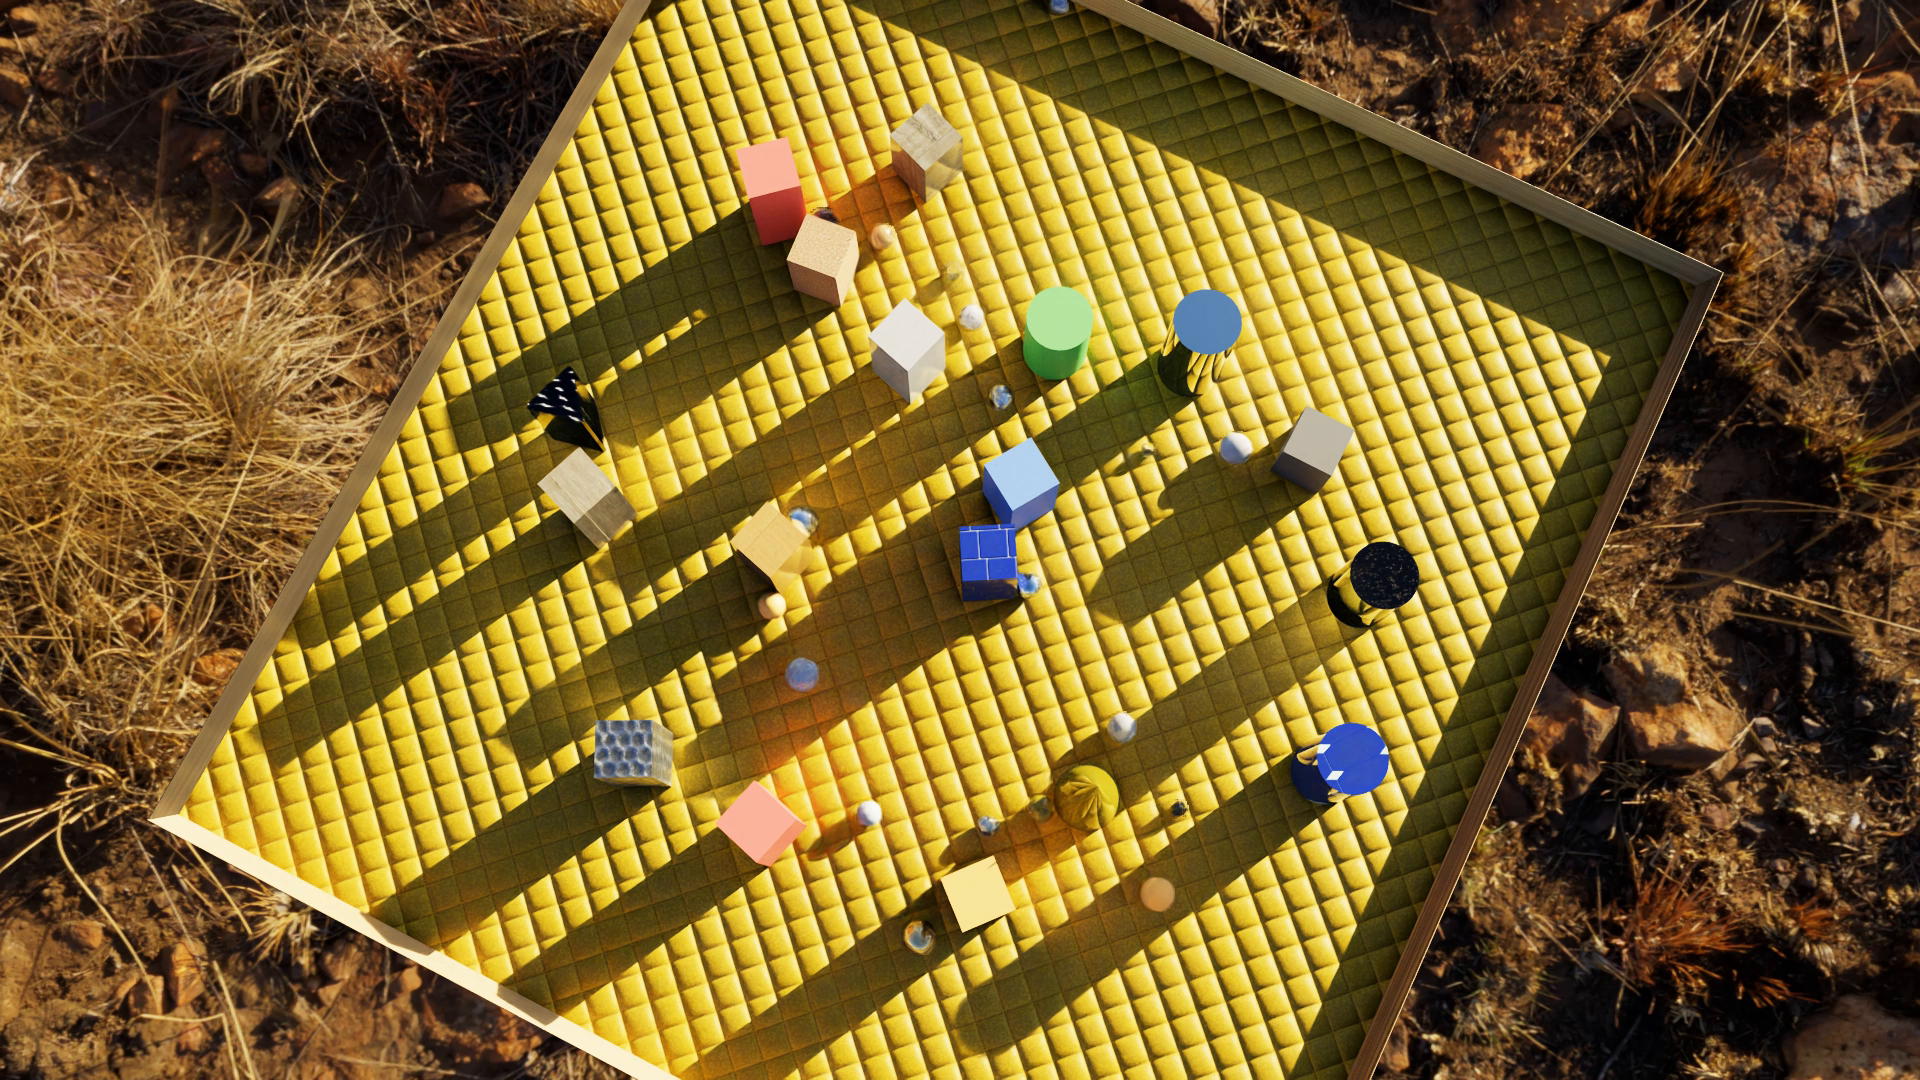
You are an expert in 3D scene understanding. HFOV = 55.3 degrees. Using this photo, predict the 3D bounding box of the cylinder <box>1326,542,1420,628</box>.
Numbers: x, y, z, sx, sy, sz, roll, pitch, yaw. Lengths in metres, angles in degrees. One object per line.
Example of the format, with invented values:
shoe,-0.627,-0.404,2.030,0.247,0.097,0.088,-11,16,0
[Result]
cylinder,1.217,0.136,5.416,0.200,0.339,0.200,0,78,0

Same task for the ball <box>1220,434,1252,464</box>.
ball,0.849,-0.279,5.625,0.097,0.097,0.097,0,78,0

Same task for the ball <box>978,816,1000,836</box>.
ball,0.086,0.845,5.410,0.061,0.061,0.061,0,78,0

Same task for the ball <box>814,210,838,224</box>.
ball,-0.428,-0.997,5.778,0.088,0.088,0.088,0,78,0

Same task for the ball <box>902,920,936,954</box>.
ball,-0.118,1.154,5.328,0.098,0.098,0.098,0,78,0

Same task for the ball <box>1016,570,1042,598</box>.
ball,0.207,0.135,5.546,0.084,0.084,0.084,0,78,0

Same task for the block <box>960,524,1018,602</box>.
block,0.082,0.070,5.427,0.160,0.342,0.160,-3,78,-1

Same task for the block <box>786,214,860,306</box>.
block,-0.419,-0.862,5.660,0.160,0.264,0.160,21,79,4

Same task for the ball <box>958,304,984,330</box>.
ball,0.035,-0.695,5.721,0.078,0.078,0.078,0,78,0

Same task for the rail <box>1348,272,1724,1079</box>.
rail,1.530,0.756,5.393,0.045,0.130,3.606,26,80,5

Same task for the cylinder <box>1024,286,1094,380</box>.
cylinder,0.297,-0.628,5.591,0.200,0.304,0.200,0,78,0

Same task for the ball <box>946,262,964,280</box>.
ball,-0.016,-0.845,5.764,0.053,0.053,0.053,0,78,0

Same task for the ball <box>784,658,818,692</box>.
ball,-0.474,0.402,5.482,0.100,0.100,0.100,0,78,0

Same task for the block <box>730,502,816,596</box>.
block,-0.554,0.029,5.456,0.160,0.304,0.160,41,81,8

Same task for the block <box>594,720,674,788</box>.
block,-0.939,0.620,5.296,0.160,0.377,0.160,-1,78,0

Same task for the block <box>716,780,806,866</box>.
block,-0.566,0.817,5.256,0.160,0.375,0.160,42,81,8

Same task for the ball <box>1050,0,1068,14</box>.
ball,0.322,-1.738,5.947,0.058,0.058,0.058,0,78,0

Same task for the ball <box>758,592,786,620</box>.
ball,-0.568,0.198,5.533,0.083,0.083,0.083,0,78,0

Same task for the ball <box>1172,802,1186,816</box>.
ball,0.649,0.797,5.428,0.046,0.046,0.046,0,78,0

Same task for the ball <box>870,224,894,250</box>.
ball,-0.246,-0.953,5.774,0.078,0.078,0.078,0,78,0

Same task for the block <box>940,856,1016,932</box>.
block,0.050,1.014,5.239,0.160,0.329,0.160,-22,79,-4

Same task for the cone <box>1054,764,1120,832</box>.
cone,0.378,0.720,5.234,0.200,0.457,0.200,0,78,0

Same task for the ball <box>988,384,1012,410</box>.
ball,0.125,-0.443,5.670,0.076,0.076,0.076,0,78,0

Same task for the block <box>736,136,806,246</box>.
block,-0.570,-1.068,5.639,0.160,0.390,0.160,-15,79,-3

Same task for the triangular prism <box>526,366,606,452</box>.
triangular prism,-1.161,-0.402,5.520,0.173,0.352,0.150,15,79,3

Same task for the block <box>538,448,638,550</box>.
block,-1.100,-0.119,5.445,0.160,0.384,0.160,-43,81,-8

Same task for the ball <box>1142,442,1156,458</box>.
ball,0.580,-0.278,5.652,0.044,0.044,0.044,0,78,0

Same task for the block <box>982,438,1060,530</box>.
block,0.179,-0.157,5.475,0.160,0.342,0.160,-30,80,-6

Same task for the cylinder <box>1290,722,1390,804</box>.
cylinder,1.087,0.647,5.271,0.200,0.414,0.200,0,78,0

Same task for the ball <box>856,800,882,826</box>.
ball,-0.269,0.808,5.411,0.075,0.075,0.075,0,78,0

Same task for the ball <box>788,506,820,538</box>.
ball,-0.477,-0.052,5.578,0.097,0.097,0.097,0,78,0

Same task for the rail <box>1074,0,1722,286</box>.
rail,0.796,-1.552,5.871,3.468,0.130,0.045,26,80,5

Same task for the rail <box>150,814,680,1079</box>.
rail,-0.796,1.565,5.225,3.468,0.130,0.045,26,80,5

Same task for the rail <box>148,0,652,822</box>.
rail,-1.530,-0.742,5.703,0.045,0.130,3.606,26,80,5

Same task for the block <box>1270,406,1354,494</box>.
block,1.065,-0.271,5.550,0.160,0.240,0.160,28,80,5

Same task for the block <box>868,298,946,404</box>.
block,-0.158,-0.568,5.554,0.160,0.353,0.160,42,81,8

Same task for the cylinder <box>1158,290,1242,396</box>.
cylinder,0.717,-0.587,5.516,0.200,0.435,0.200,0,78,0

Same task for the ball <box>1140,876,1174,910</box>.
ball,0.575,1.033,5.353,0.098,0.098,0.098,0,78,0

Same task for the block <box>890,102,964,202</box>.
block,-0.103,-1.210,5.736,0.160,0.258,0.160,-43,81,-8

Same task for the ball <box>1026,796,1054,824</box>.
ball,0.238,0.795,5.410,0.082,0.082,0.082,0,78,0

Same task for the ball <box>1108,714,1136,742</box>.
ball,0.482,0.560,5.457,0.086,0.086,0.086,0,78,0
